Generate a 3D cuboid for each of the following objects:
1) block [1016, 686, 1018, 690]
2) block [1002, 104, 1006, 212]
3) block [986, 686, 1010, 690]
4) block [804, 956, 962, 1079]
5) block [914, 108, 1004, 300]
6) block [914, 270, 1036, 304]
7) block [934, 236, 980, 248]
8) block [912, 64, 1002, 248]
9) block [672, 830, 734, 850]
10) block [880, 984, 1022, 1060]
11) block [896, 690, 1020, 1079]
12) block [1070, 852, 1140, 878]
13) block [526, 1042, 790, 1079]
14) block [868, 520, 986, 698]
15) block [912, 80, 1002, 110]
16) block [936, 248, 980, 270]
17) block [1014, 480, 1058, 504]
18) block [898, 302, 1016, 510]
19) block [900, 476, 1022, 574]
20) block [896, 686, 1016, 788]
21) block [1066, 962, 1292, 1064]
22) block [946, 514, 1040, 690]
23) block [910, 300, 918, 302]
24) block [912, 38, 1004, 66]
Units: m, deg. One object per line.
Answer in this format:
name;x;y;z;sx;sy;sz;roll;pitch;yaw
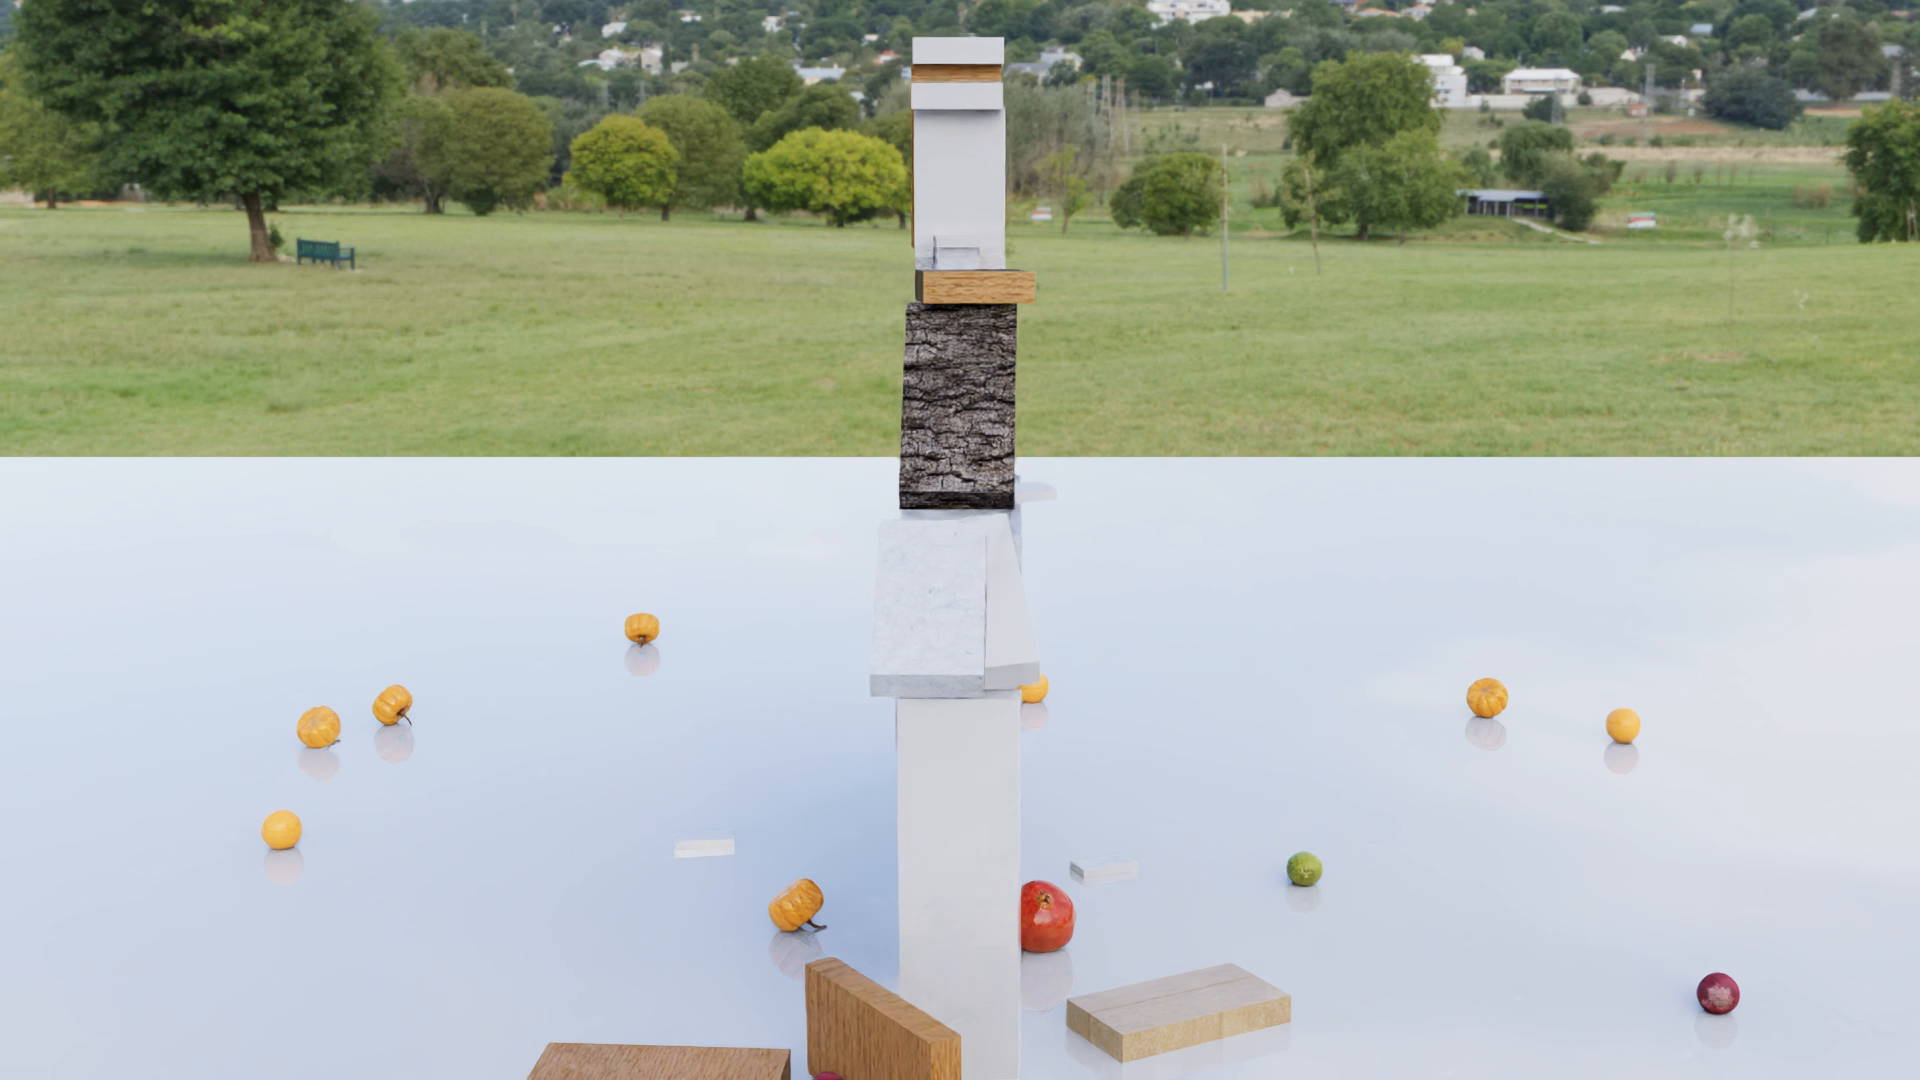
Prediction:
block;0.001;0.132;3.406;0.176;0.351;0.050;0;17;0
block;0.003;-0.620;3.911;0.151;0.301;0.043;-1;12;-3
block;-0.010;0.282;3.176;0.157;0.315;0.045;0;18;-1
block;-0.101;0.664;2.835;0.045;0.158;0.315;-8;13;-32
block;-0.002;-0.545;3.742;0.151;0.373;0.043;0;12;-2
block;0.019;-0.397;3.438;0.167;0.047;0.334;0;7;-3
block;-0.006;-0.496;3.658;0.070;0.020;0.140;0;7;-2
block;-0.007;-0.696;3.992;0.162;0.324;0.046;0;12;-1
block;-0.458;0.535;3.926;0.106;0.015;0.053;-2;11;-11
block;-0.014;0.664;3.005;0.194;0.097;0.028;2;11;9
block;0.000;0.459;2.907;0.158;0.535;0.045;1;14;6
block;0.249;0.561;3.786;0.106;0.015;0.053;-4;11;-23
block;-0.395;0.715;2.870;0.327;0.046;0.163;1;11;4
block;-0.040;0.086;2.873;0.144;0.041;0.288;0;43;1
block;-0.003;-0.766;3.776;0.151;0.043;0.301;0;13;1
block;-0.004;-0.411;3.622;0.070;0.139;0.020;1;-5;6
block;0.086;-0.069;3.265;0.106;0.015;0.053;-7;18;-22
block;-0.001;-0.203;3.272;0.167;0.334;0.047;0;-29;2
block;0.002;-0.025;3.230;0.175;0.050;0.351;0;16;1
block;-0.006;0.237;3.232;0.175;0.452;0.050;0;26;0
block;0.312;0.670;3.128;0.288;0.041;0.144;-6;12;-29
block;0.012;0.081;2.937;0.144;0.041;0.288;-6;43;-5
block;0.001;-0.237;3.485;0.167;0.334;0.047;0;-34;2
block;-0.003;-0.898;4.064;0.162;0.046;0.324;0;10;0
